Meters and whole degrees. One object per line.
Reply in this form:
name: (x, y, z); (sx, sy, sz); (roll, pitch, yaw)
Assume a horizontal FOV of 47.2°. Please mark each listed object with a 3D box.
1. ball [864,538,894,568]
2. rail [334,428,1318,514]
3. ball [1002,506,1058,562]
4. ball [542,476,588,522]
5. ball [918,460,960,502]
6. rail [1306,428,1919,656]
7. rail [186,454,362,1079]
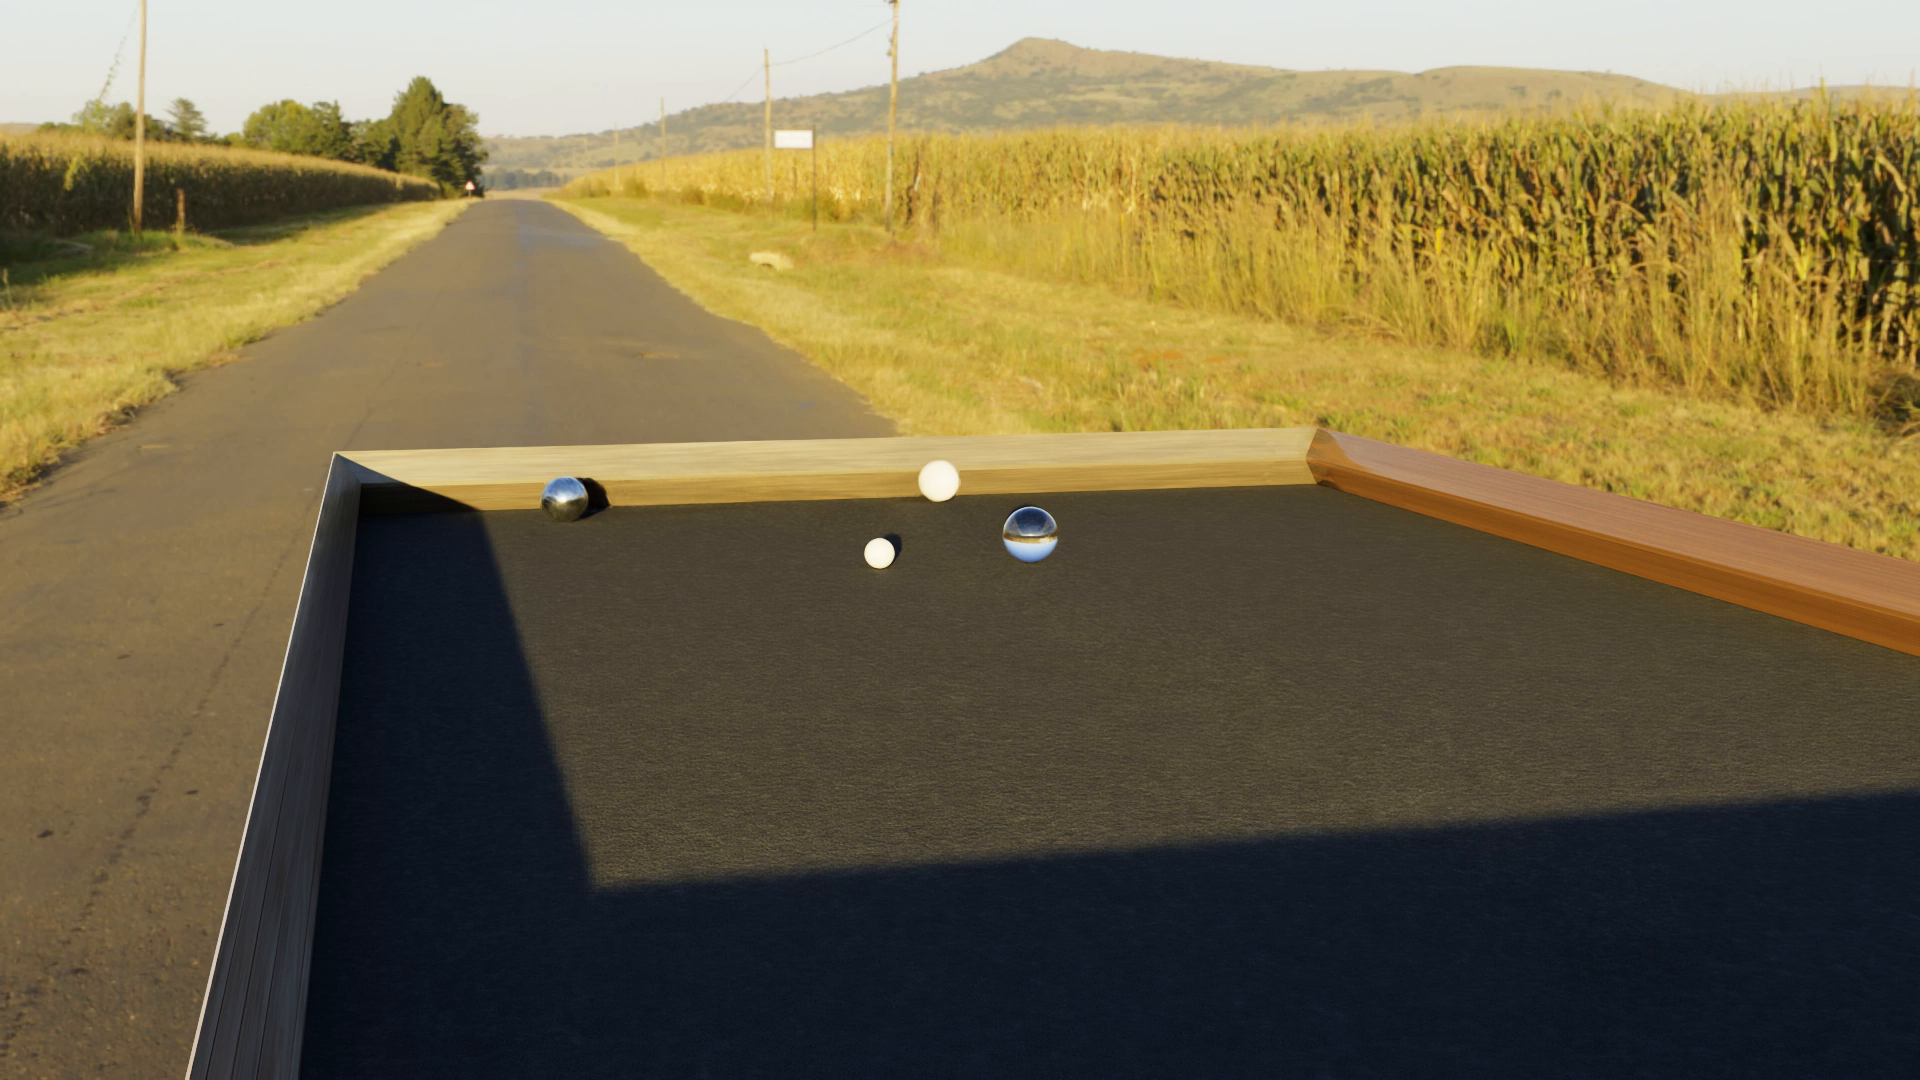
ball: (-0.121, 0.020, 3.307); (0.046, 0.046, 0.046); (0, 8, 0)
rail: (-0.193, -0.131, 4.104); (1.876, 0.111, 0.045); (-2, 9, -14)
ball: (0.108, -0.008, 3.361); (0.086, 0.086, 0.086); (0, 8, 0)
ball: (-0.683, -0.070, 3.808); (0.080, 0.080, 0.080); (0, 8, 0)
ball: (-0.039, -0.110, 4.081); (0.078, 0.078, 0.078); (0, 8, 0)
rail: (1.085, 0.058, 2.816); (0.045, 0.111, 3.205); (-2, 9, -14)
rail: (-0.687, 0.124, 2.366); (0.045, 0.111, 3.205); (-2, 9, -14)
